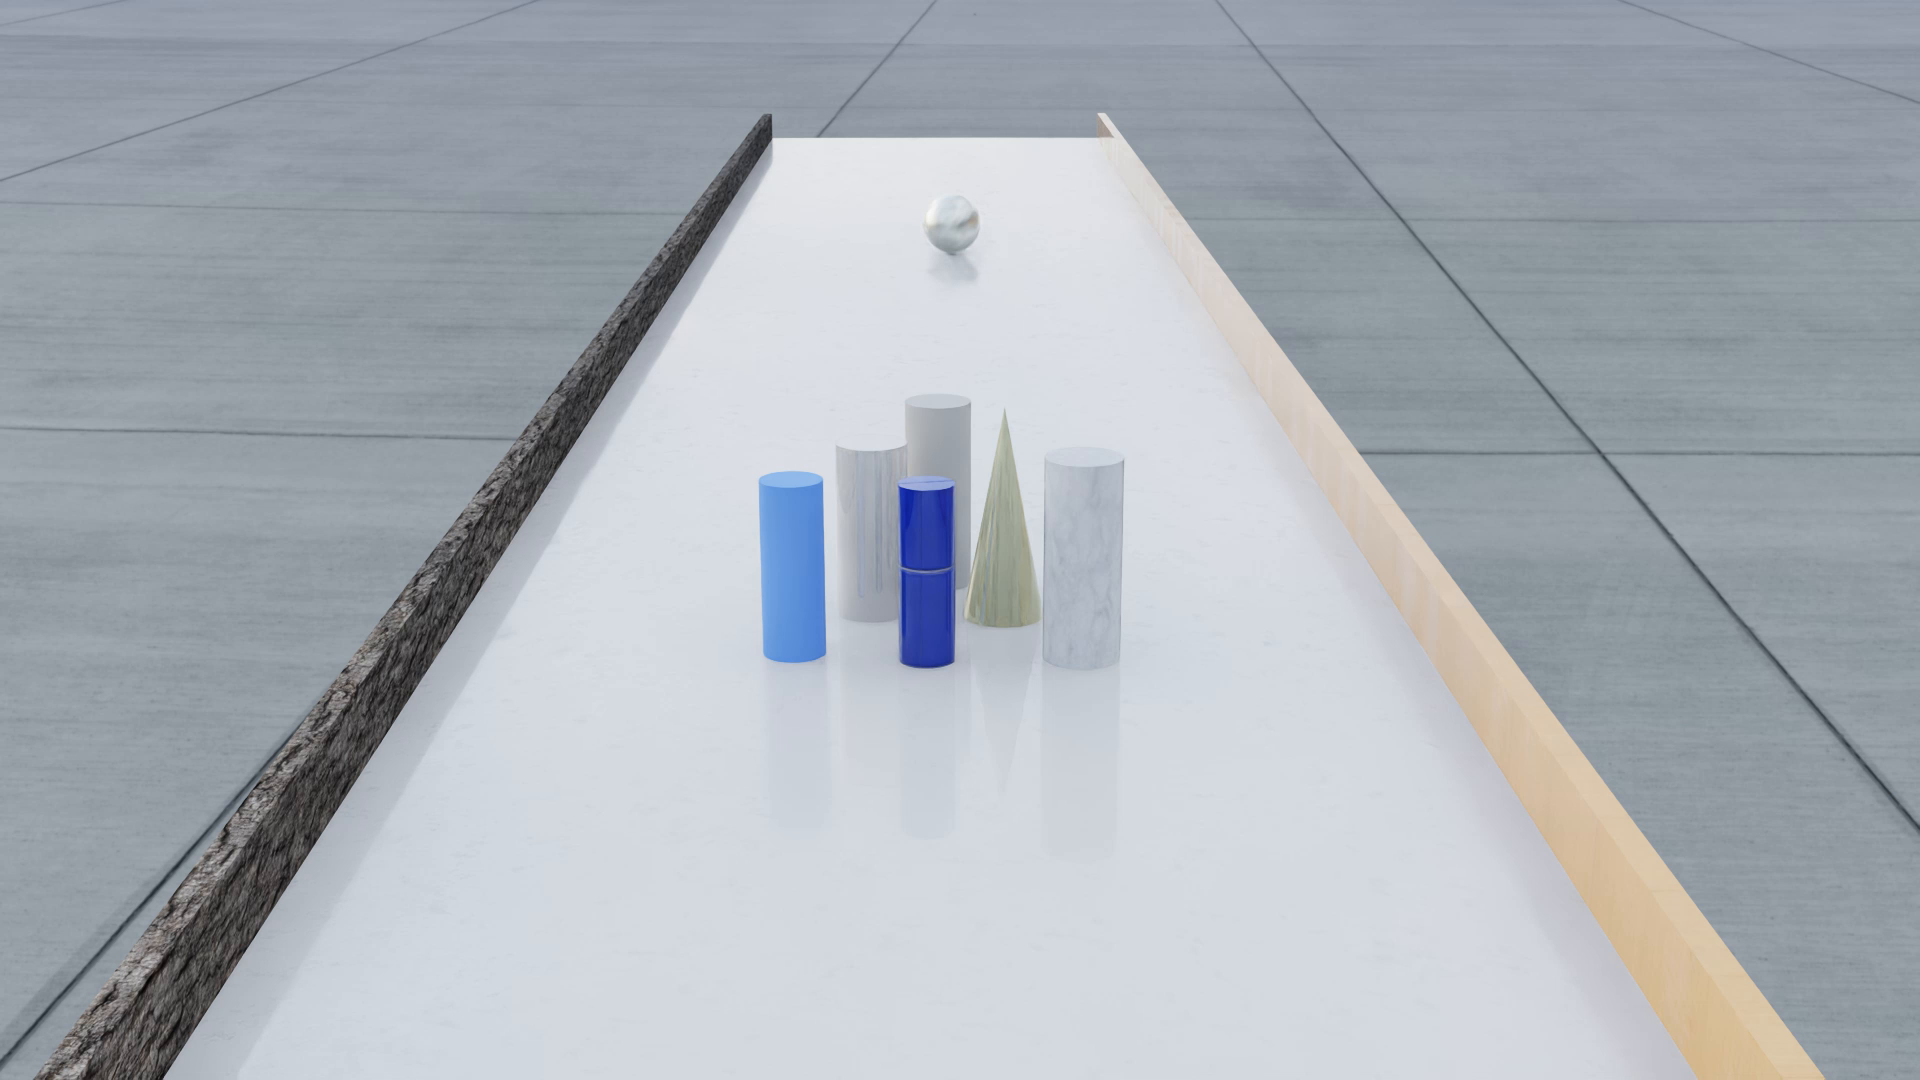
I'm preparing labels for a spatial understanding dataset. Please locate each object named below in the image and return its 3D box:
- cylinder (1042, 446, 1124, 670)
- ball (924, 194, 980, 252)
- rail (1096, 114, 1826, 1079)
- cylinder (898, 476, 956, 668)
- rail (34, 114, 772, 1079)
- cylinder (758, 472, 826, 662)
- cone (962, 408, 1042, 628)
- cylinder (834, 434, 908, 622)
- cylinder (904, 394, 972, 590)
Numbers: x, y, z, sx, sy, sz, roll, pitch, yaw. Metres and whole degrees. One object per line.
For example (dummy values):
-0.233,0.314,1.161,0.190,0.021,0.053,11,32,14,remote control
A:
0.244,0.036,4.375,0.156,0.416,0.156,0,17,0,cylinder
-0.034,-1.336,9.293,0.243,0.243,0.243,0,17,0,ball
0.932,-0.844,7.801,0.050,0.150,12.000,0,17,-1,rail
-0.066,0.064,4.369,0.114,0.367,0.114,0,17,0,cylinder
-1.118,-0.838,7.780,0.050,0.150,12.000,0,17,-1,rail
-0.335,0.054,4.410,0.128,0.363,0.128,0,17,0,cylinder
0.093,-0.059,4.626,0.173,0.456,0.173,0,17,0,cone
-0.187,-0.026,4.661,0.152,0.373,0.152,0,17,0,cylinder
-0.048,-0.105,4.853,0.144,0.414,0.144,0,17,0,cylinder
